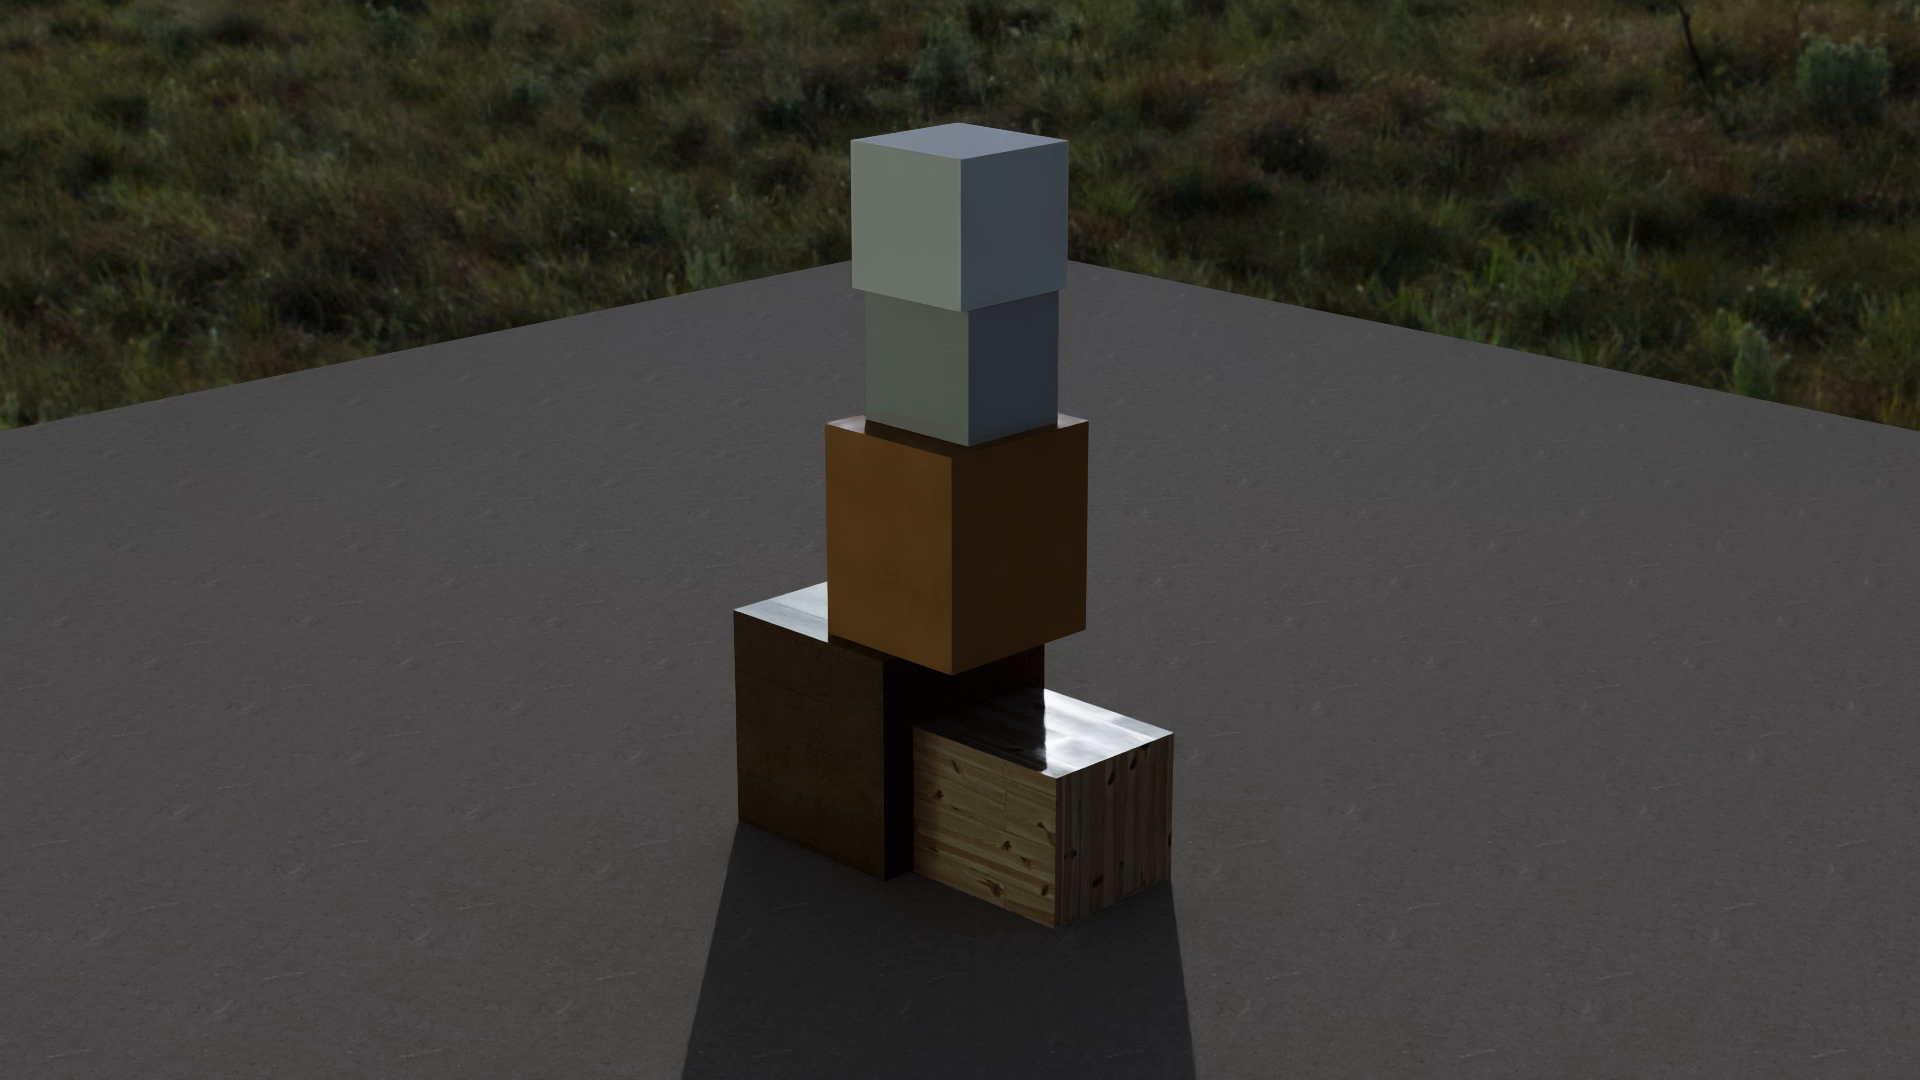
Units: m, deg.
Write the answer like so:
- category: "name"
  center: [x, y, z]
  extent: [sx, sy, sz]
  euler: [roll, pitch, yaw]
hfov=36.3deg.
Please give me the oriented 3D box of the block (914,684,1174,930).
- category: "block"
  center: [0.375, 1.196, 13.350]
  extent: [0.776, 0.714, 0.888]
  euler: [-17, 24, -42]

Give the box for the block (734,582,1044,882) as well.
- category: "block"
  center: [-0.332, 0.832, 13.921]
  extent: [1.051, 1.066, 1.017]
  euler: [-17, 24, -42]

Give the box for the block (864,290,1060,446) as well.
- category: "block"
  center: [0.008, -0.828, 13.090]
  extent: [0.568, 0.611, 0.649]
  euler: [-17, 24, -42]

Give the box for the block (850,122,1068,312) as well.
- category: "block"
  center: [-0.002, -1.430, 12.890]
  extent: [0.665, 0.658, 0.682]
  euler: [-17, 24, -42]

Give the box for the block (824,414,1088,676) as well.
- category: "block"
  center: [-0.013, -0.056, 13.310]
  extent: [0.870, 0.994, 0.805]
  euler: [-17, 24, -42]
